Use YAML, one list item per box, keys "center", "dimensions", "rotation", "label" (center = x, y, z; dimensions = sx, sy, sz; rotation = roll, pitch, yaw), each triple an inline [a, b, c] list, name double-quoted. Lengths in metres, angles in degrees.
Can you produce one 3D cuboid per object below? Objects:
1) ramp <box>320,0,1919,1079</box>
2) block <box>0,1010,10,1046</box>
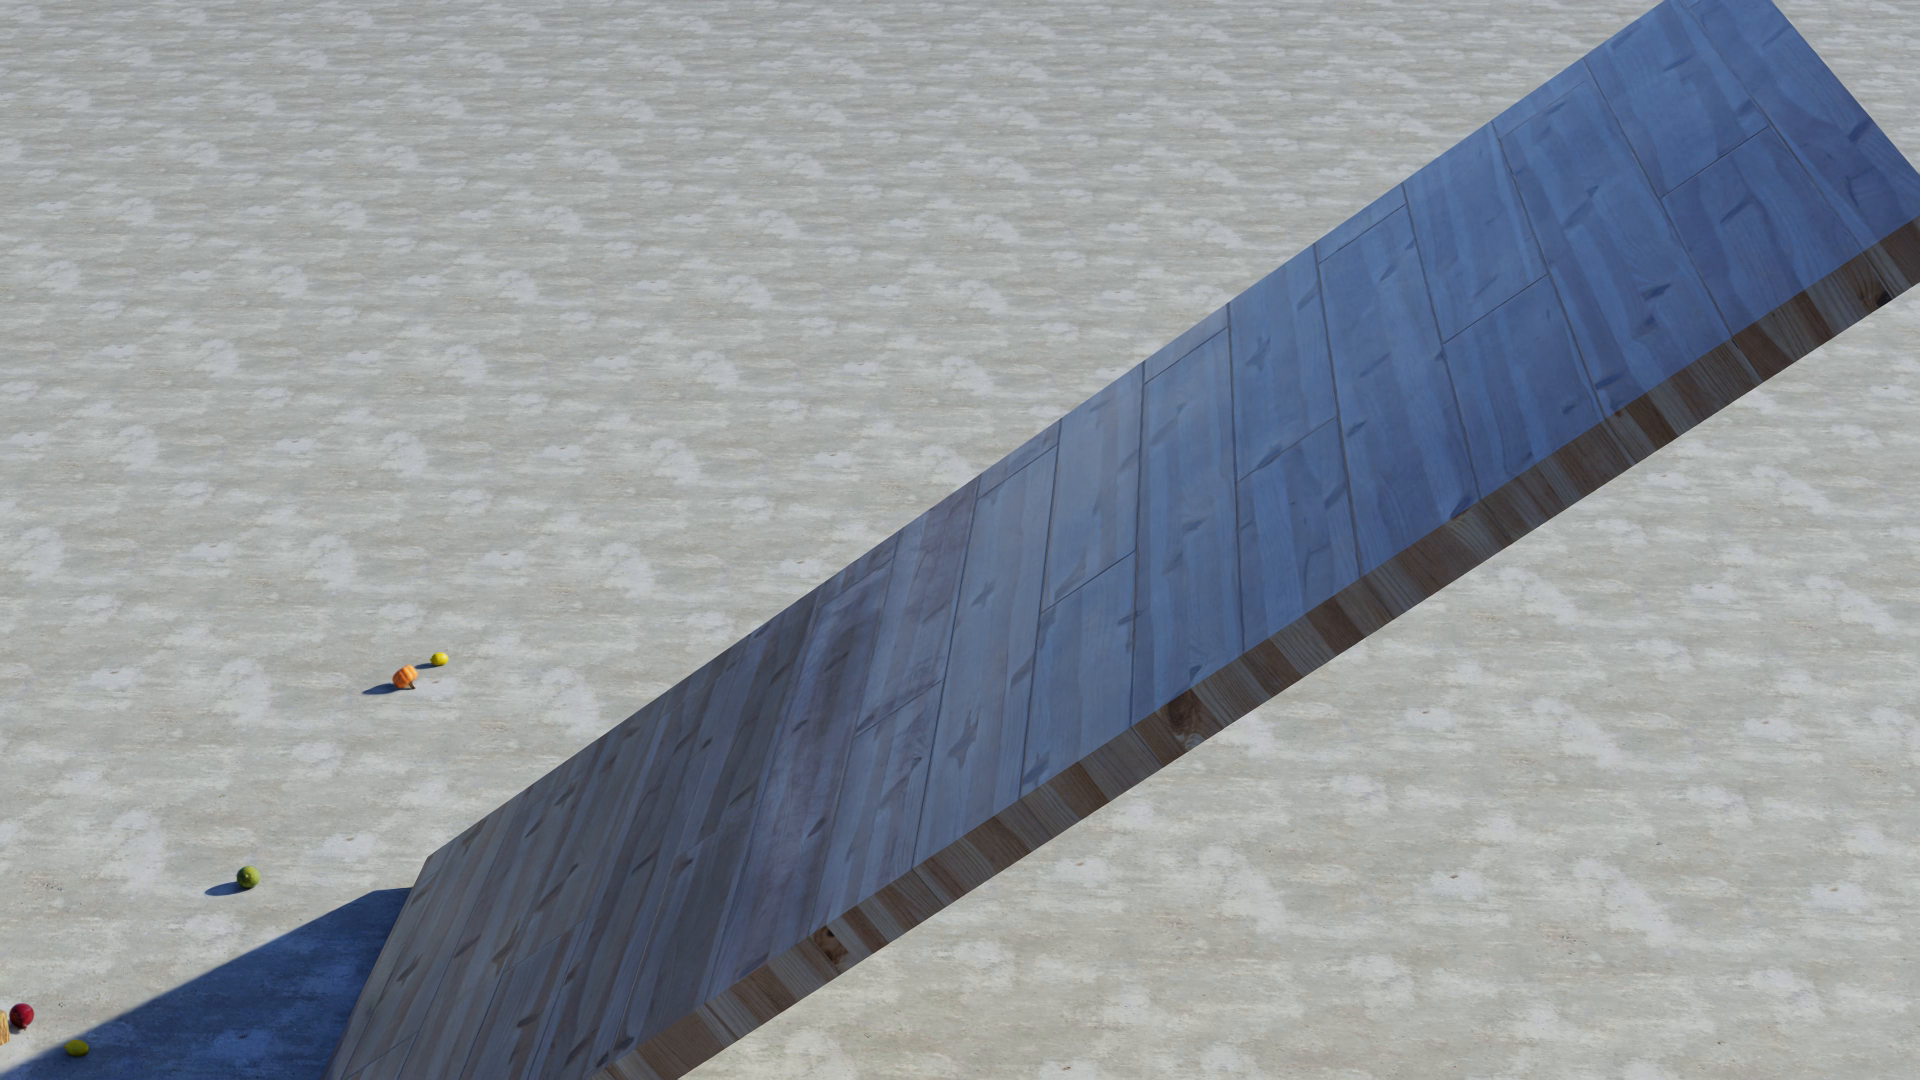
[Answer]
- center: [0.128, 0.180, 6.324]
  dimensions: [4.000, 0.100, 2.000]
  rotation: [-34, 16, 17]
  label: "ramp"
- center: [-2.356, 1.178, 7.101]
  dimensions: [0.080, 0.080, 0.080]
  rotation: [17, 28, 35]
  label: "block"
